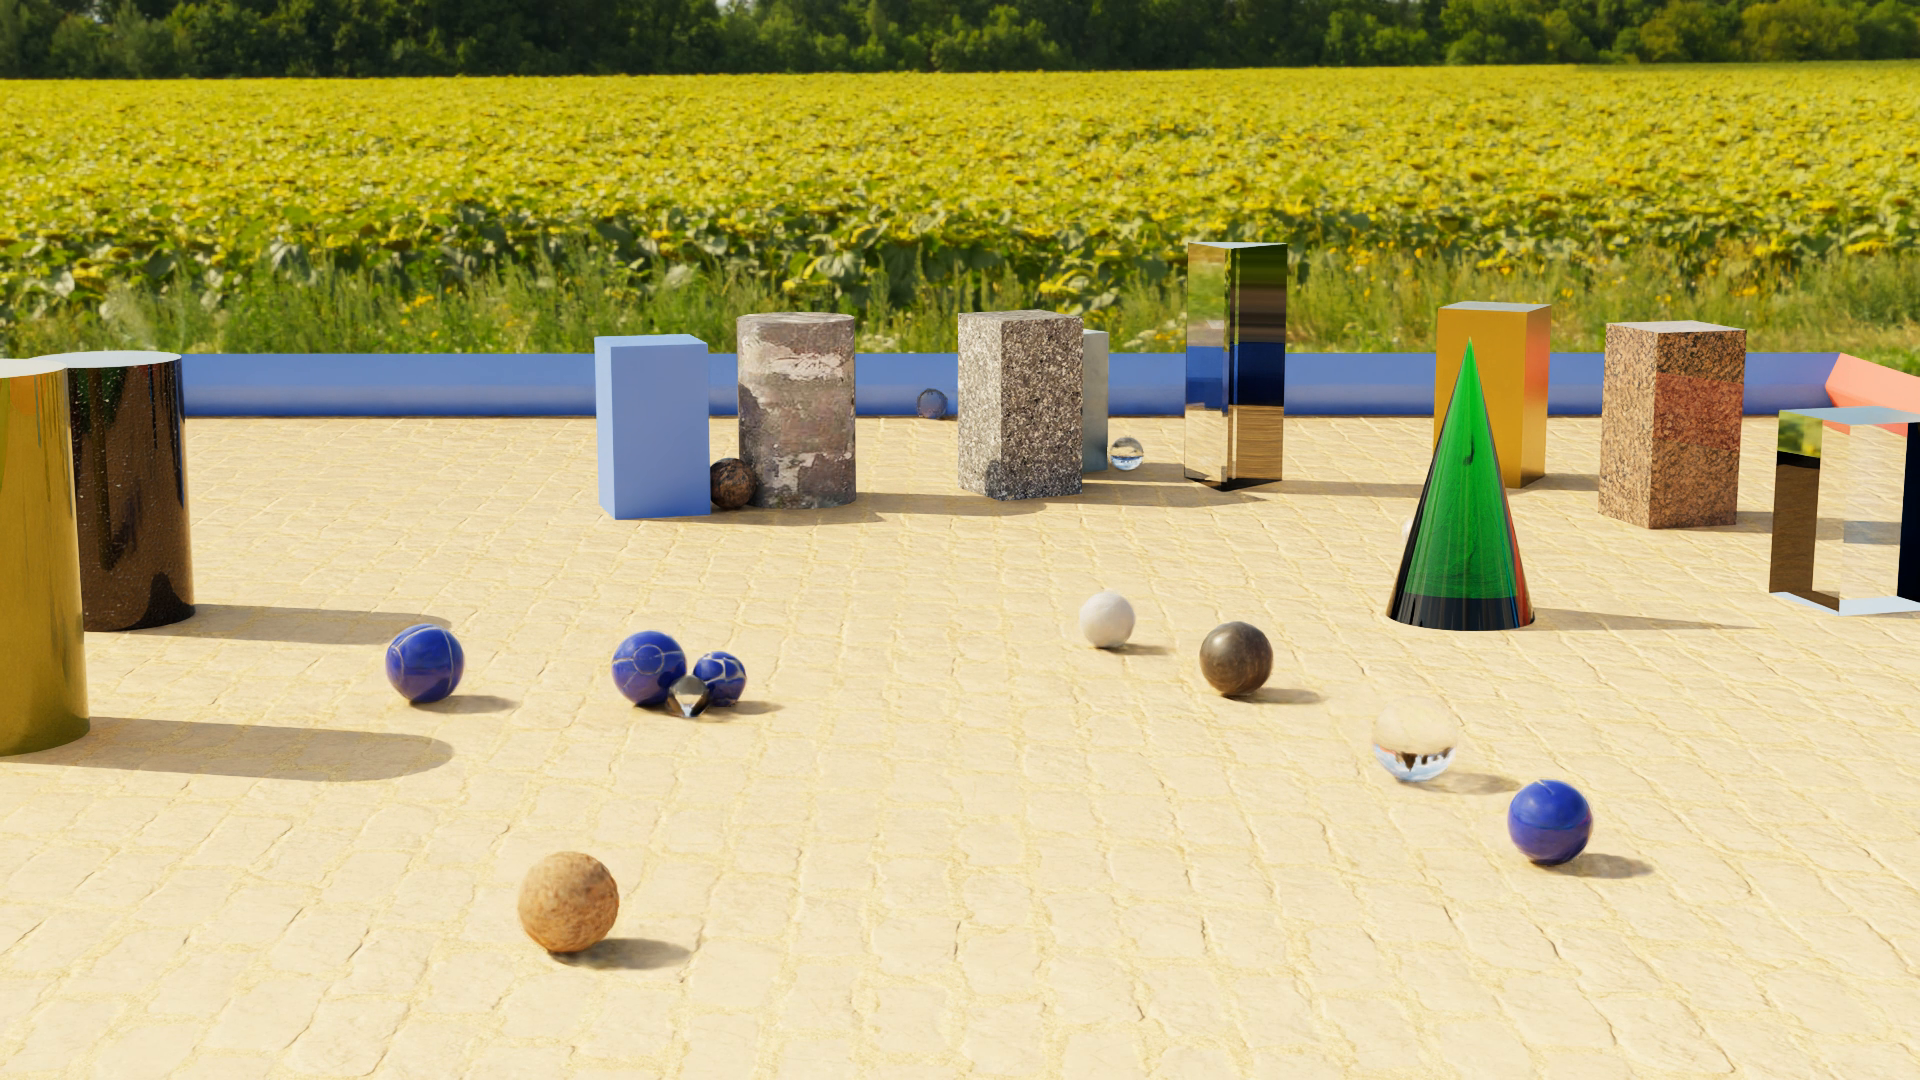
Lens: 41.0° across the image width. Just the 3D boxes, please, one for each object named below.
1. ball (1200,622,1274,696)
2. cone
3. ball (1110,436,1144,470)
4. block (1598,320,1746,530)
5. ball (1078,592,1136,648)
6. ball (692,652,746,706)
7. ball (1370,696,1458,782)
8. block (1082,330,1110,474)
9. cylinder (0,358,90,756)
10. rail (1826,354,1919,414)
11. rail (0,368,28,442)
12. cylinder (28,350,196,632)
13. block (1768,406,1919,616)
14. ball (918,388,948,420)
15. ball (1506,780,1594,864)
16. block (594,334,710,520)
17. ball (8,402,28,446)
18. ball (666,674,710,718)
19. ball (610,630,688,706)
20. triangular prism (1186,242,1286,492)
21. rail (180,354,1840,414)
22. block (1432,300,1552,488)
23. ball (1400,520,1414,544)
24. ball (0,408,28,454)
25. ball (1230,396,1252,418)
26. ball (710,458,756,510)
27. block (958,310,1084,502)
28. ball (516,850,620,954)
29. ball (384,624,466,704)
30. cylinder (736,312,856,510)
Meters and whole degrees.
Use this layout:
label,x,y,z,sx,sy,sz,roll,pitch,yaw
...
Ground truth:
label,x,y,z,sx,sy,sz,roll,pitch,yaw
ball,0.323,0.139,2.999,0.087,0.087,0.087,0,10,0
cone,0.670,-0.084,3.406,0.198,0.376,0.198,0,10,0
ball,0.303,-0.157,4.667,0.062,0.062,0.062,0,10,0
block,1.148,-0.188,4.143,0.158,0.313,0.158,-3,11,-16
ball,0.186,0.102,3.241,0.072,0.072,0.072,0,10,0
ball,-0.277,0.160,2.948,0.064,0.064,0.064,0,10,0
ball,0.468,0.204,2.640,0.089,0.089,0.089,0,10,0
block,0.158,-0.254,4.668,0.158,0.252,0.158,-8,13,-36
cylinder,-1.062,0.016,2.789,0.198,0.405,0.198,0,10,0
rail,1.844,0.031,3.459,0.045,0.129,3.973,0,10,0
rail,-1.844,0.035,3.438,0.045,0.129,3.973,0,10,0
cylinder,-1.127,-0.068,3.405,0.198,0.346,0.198,0,10,0
block,1.229,-0.043,3.509,0.158,0.258,0.158,-3,11,-17
ball,-0.058,-0.284,5.345,0.063,0.063,0.063,0,10,0
ball,0.544,0.260,2.366,0.079,0.079,0.079,0,10,0
block,-0.508,-0.189,4.235,0.158,0.282,0.158,-3,11,-17
ball,-1.790,-0.223,4.954,0.087,0.087,0.087,0,10,0
ball,-0.307,0.177,2.900,0.048,0.048,0.048,0,10,0
ball,-0.357,0.147,2.948,0.088,0.088,0.088,0,10,0
triangular prism,0.459,-0.310,4.511,0.148,0.419,0.171,9,14,41
rail,-0.011,-0.324,5.379,3.735,0.129,0.045,0,10,0
block,0.942,-0.260,4.543,0.158,0.308,0.158,6,12,27
ball,0.696,-0.010,3.926,0.043,0.043,0.043,0,10,0
ball,-1.791,-0.207,4.869,0.085,0.085,0.085,0,10,0
ball,0.587,-0.278,5.359,0.047,0.047,0.047,0,10,0
ball,-0.382,-0.094,4.260,0.086,0.086,0.086,0,10,0
block,0.103,-0.235,4.419,0.158,0.305,0.158,-5,12,-27
ball,-0.325,0.301,2.131,0.084,0.084,0.084,0,10,0
ball,-0.618,0.143,2.964,0.092,0.092,0.092,0,10,0
cylinder,-0.276,-0.221,4.331,0.198,0.309,0.198,0,10,0
